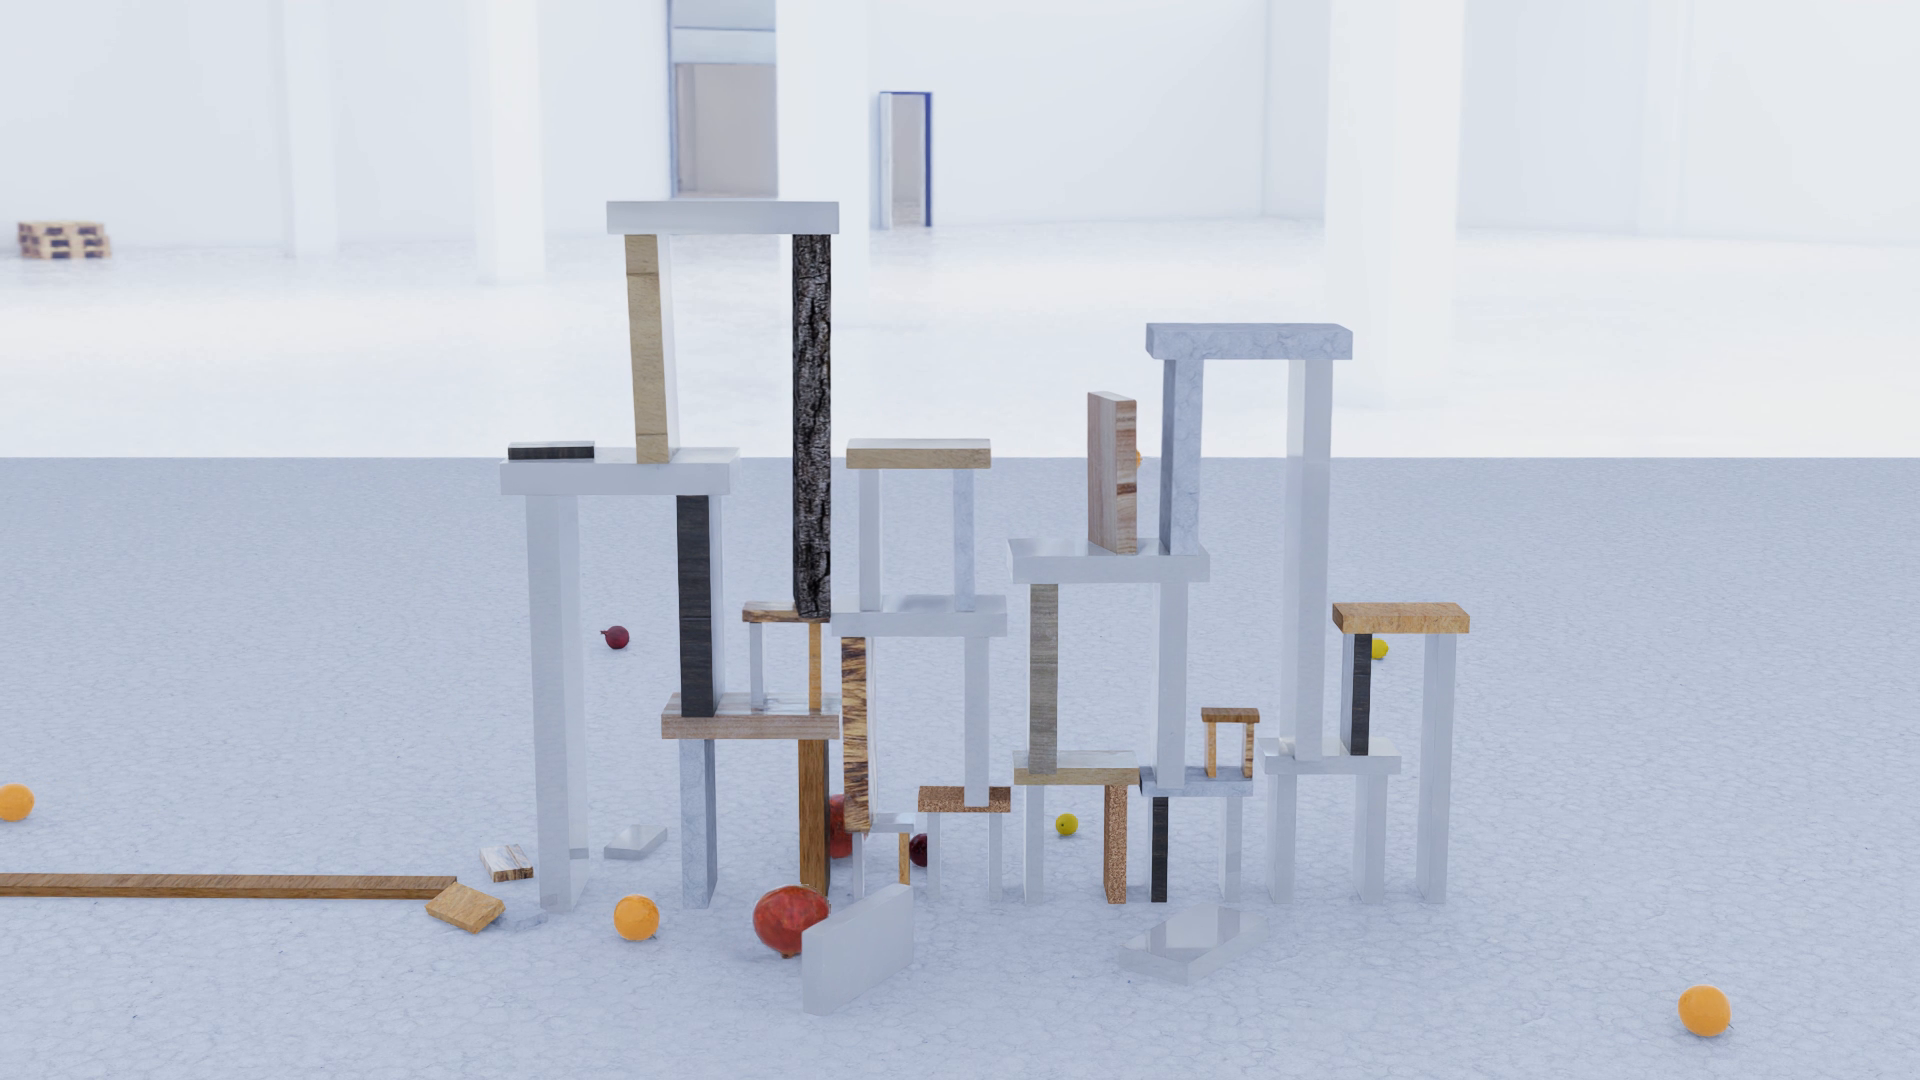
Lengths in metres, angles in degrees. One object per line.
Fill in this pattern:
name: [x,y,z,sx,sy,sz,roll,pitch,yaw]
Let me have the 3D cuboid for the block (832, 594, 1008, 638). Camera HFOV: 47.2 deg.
block: [-0.065,0.123,3.581,0.282,0.040,0.141,0,11,0]

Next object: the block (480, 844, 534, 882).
block: [-0.783,0.557,3.795,0.068,0.019,0.135,-4,11,-22]

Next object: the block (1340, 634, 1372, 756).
block: [0.649,0.241,3.607,0.029,0.203,0.102,0,11,0]

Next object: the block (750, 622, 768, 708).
block: [-0.330,0.197,3.601,0.020,0.141,0.071,0,11,1]

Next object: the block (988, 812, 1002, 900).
block: [0.058,0.515,3.659,0.022,0.152,0.076,0,11,0]

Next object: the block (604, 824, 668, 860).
block: [-0.575,0.536,3.905,0.068,0.019,0.135,2,11,13]

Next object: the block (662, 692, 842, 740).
block: [-0.337,0.288,3.611,0.287,0.041,0.144,0,11,0]

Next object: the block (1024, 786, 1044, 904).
block: [0.122,0.489,3.651,0.029,0.204,0.102,0,11,-1]

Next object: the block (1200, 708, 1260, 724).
block: [0.444,0.288,3.614,0.093,0.013,0.046,1,11,2]

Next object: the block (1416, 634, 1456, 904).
block: [0.785,0.365,3.630,0.029,0.456,0.102,0,11,0]

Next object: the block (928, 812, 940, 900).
block: [-0.043,0.515,3.659,0.022,0.152,0.076,0,11,0]

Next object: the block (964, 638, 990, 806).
block: [0.028,0.281,3.610,0.040,0.282,0.141,0,11,1]

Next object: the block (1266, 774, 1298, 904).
block: [0.533,0.480,3.654,0.031,0.221,0.111,0,11,0]

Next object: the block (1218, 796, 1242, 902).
block: [0.449,0.500,3.655,0.026,0.182,0.091,0,11,0]

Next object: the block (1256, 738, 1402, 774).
block: [0.607,0.356,3.631,0.221,0.031,0.111,0,11,0]

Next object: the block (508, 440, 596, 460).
block: [-0.654,-0.144,3.525,0.135,0.019,0.068,-1,11,-7]

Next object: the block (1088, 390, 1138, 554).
block: [0.244,-0.110,3.530,0.035,0.245,0.122,-5,12,-18]

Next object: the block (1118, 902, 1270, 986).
block: [0.364,0.622,3.402,0.122,0.035,0.245,8,13,36]

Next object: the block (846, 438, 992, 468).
block: [-0.066,-0.139,3.536,0.229,0.033,0.115,0,11,0]

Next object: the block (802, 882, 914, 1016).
block: [-0.149,0.604,3.258,0.035,0.122,0.245,6,12,30]

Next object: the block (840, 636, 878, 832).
block: [-0.164,0.302,3.614,0.040,0.325,0.141,0,10,4]

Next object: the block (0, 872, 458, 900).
block: [-1.282,0.579,3.678,0.869,0.018,0.065,0,11,1]

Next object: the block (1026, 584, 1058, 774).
block: [0.133,0.209,3.588,0.044,0.313,0.157,0,11,0]

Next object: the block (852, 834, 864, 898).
block: [-0.169,0.533,3.661,0.016,0.114,0.057,-1,11,0]

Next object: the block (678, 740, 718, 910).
block: [-0.432,0.449,3.641,0.041,0.287,0.144,0,11,0]

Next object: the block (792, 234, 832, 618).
block: [-0.239,-0.190,3.532,0.050,0.605,0.178,-1,11,-7]

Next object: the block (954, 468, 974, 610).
block: [0.006,-0.010,3.559,0.033,0.229,0.115,-1,11,0]

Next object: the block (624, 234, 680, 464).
block: [-0.488,-0.311,3.496,0.050,0.356,0.178,-2,11,-1]

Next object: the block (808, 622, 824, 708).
block: [-0.235,0.198,3.599,0.020,0.141,0.071,0,11,0]

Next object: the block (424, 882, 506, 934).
block: [-0.797,0.592,3.540,0.131,0.018,0.065,10,38,42]

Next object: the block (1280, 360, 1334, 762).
block: [0.559,0.024,3.561,0.044,0.648,0.155,0,11,-1]

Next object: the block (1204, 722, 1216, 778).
block: [0.412,0.340,3.625,0.013,0.093,0.046,-2,11,-2]

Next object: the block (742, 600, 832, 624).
block: [-0.282,0.117,3.587,0.141,0.020,0.071,1,10,0]

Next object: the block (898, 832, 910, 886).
block: [-0.092,0.533,3.661,0.016,0.114,0.057,0,11,0]

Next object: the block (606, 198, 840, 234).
block: [-0.367,-0.510,3.457,0.355,0.050,0.178,0,11,-3]

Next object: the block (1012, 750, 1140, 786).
block: [0.190,0.375,3.626,0.204,0.029,0.102,0,11,0]

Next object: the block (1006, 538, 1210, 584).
block: [0.237,0.033,3.556,0.313,0.044,0.157,0,11,-2]

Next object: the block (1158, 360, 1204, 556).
block: [0.354,-0.142,3.527,0.044,0.310,0.155,0,11,-2]

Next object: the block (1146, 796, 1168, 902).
block: [0.328,0.500,3.655,0.026,0.182,0.091,0,11,0]

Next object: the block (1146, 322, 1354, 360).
block: [0.457,-0.317,3.498,0.310,0.044,0.155,0,11,0]

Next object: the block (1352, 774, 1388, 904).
block: [0.681,0.480,3.654,0.031,0.221,0.111,0,11,0]

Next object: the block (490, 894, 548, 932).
block: [-0.733,0.602,3.554,0.131,0.018,0.065,9,14,39]

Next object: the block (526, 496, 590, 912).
block: [-0.658,0.252,3.605,0.051,0.688,0.180,0,11,0]

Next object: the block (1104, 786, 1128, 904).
block: [0.258,0.489,3.652,0.029,0.204,0.102,0,11,-1]

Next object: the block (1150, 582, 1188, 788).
block: [0.341,0.220,3.596,0.044,0.339,0.157,0,11,1]

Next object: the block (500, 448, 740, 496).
block: [-0.542,-0.112,3.541,0.360,0.051,0.180,0,11,0]

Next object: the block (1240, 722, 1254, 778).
block: [0.474,0.340,3.623,0.013,0.093,0.046,1,11,0]

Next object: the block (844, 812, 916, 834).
block: [-0.132,0.469,3.646,0.114,0.016,0.057,0,11,1]

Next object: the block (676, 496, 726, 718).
block: [-0.421,0.090,3.578,0.051,0.360,0.180,0,11,0]

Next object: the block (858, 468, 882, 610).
block: [-0.144,-0.010,3.559,0.033,0.230,0.115,0,11,0]

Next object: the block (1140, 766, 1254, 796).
block: [0.388,0.399,3.634,0.182,0.026,0.091,0,11,0]

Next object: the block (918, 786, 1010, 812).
block: [0.008,0.429,3.642,0.152,0.022,0.076,0,11,1]

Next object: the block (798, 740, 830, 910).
block: [-0.241,0.449,3.640,0.041,0.287,0.144,0,11,0]

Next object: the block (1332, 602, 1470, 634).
block: [0.717,0.127,3.585,0.203,0.029,0.102,0,11,0]
